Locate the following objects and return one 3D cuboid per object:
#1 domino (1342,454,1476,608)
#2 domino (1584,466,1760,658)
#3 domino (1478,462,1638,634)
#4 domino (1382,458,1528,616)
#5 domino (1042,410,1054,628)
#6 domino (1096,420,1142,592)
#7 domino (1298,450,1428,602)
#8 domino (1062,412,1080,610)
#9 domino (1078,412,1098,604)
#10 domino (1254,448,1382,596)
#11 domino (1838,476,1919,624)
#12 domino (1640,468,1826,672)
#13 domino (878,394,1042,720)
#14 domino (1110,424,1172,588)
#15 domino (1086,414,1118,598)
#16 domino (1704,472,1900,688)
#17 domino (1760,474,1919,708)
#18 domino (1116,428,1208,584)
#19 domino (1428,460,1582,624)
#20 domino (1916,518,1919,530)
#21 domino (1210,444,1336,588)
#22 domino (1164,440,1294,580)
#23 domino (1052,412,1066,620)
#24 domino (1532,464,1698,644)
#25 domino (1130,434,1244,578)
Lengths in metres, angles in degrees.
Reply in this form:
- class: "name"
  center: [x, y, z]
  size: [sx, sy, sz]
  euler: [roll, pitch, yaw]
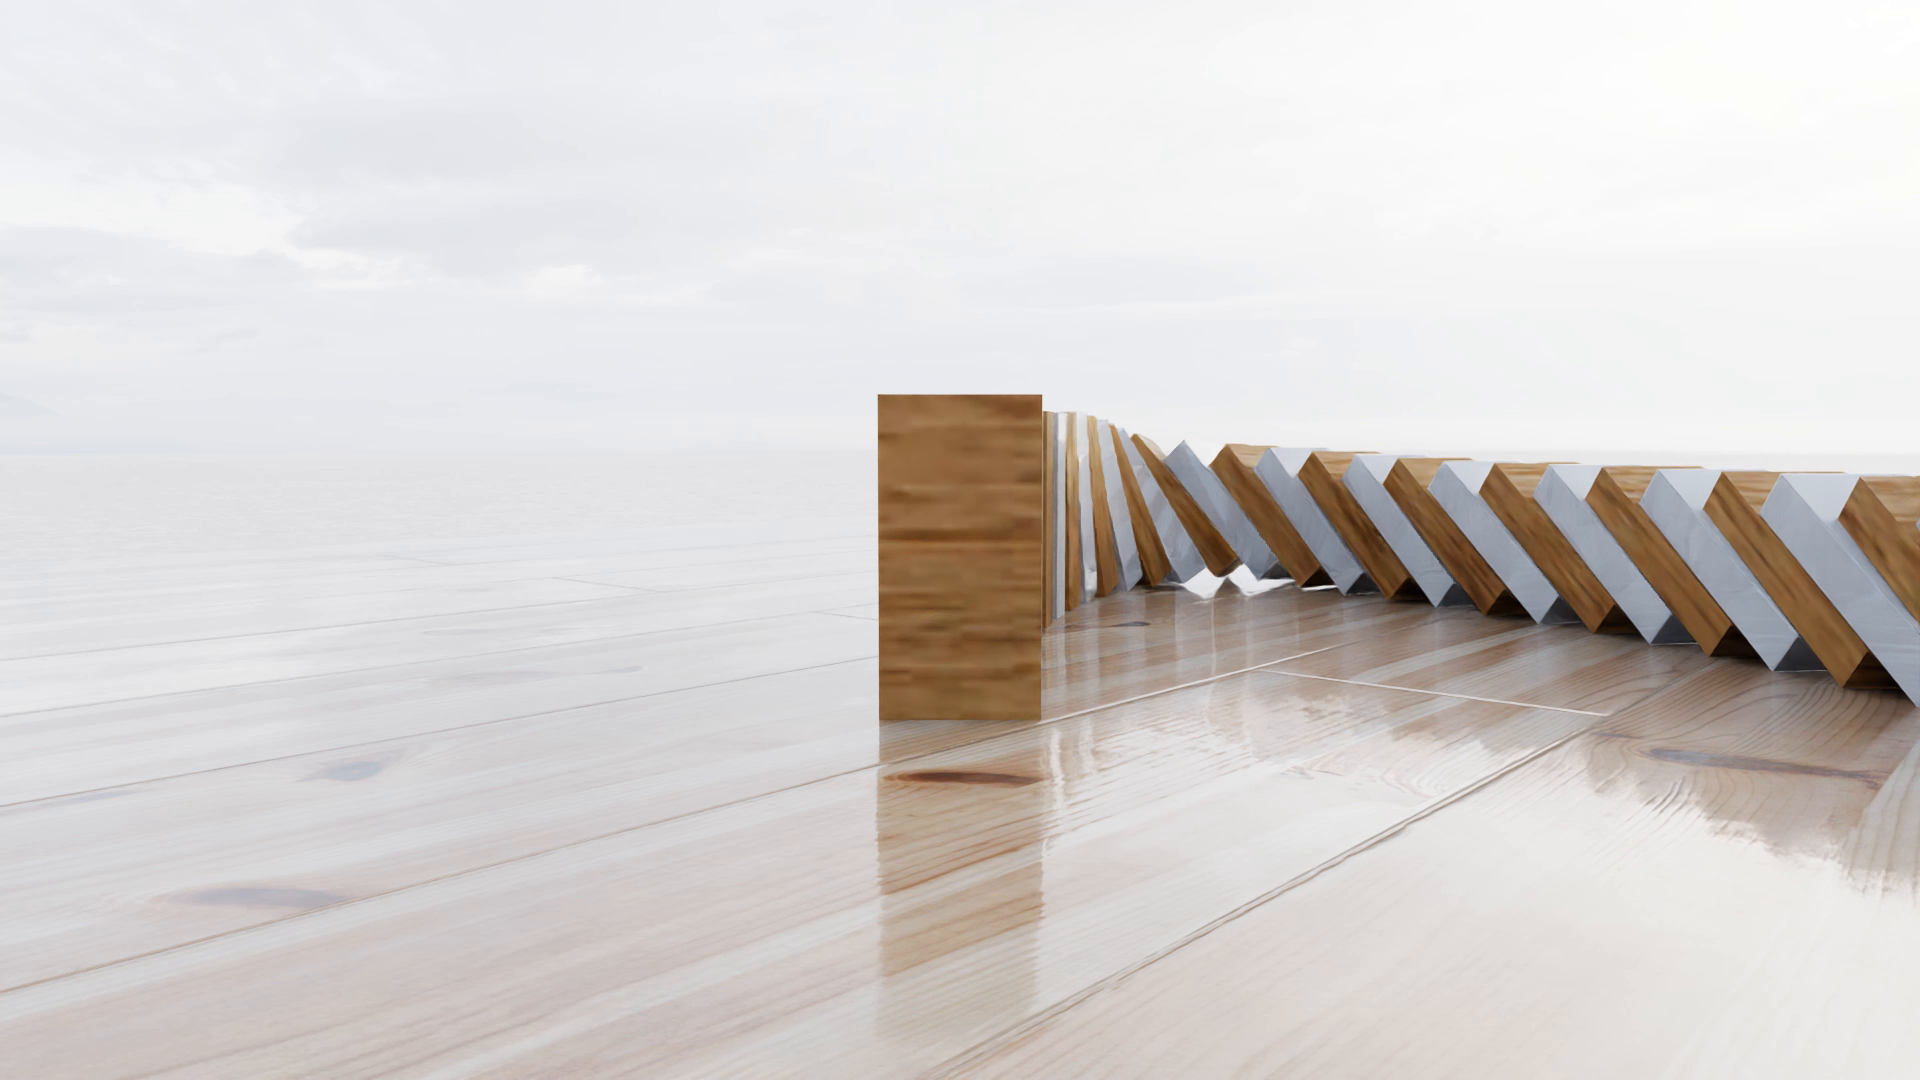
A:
- class: "domino"
  center: [0.129, -0.004, 0.351]
  size: [0.025, 0.009, 0.050]
  euler: [-2, 45, -23]
- class: "domino"
  center: [0.159, 0.003, 0.274]
  size: [0.025, 0.010, 0.050]
  euler: [-1, 41, -9]
- class: "domino"
  center: [0.149, 0.001, 0.306]
  size: [0.025, 0.010, 0.050]
  euler: [-1, 42, -17]
- class: "domino"
  center: [0.136, -0.002, 0.336]
  size: [0.025, 0.009, 0.050]
  euler: [-2, 43, -21]
- class: "domino"
  center: [0.009, -0.005, 0.302]
  size: [0.025, 0.050, 0.009]
  euler: [1, 4, 13]
- class: "domino"
  center: [0.035, -0.010, 0.370]
  size: [0.025, 0.050, 0.010]
  euler: [3, 30, 36]
- class: "domino"
  center: [0.120, -0.005, 0.365]
  size: [0.025, 0.010, 0.050]
  euler: [-2, 47, -27]
- class: "domino"
  center: [0.017, -0.008, 0.332]
  size: [0.025, 0.050, 0.010]
  euler: [2, 10, 22]
- class: "domino"
  center: [0.022, -0.009, 0.345]
  size: [0.025, 0.050, 0.010]
  euler: [2, 17, 25]
- class: "domino"
  center: [0.111, -0.007, 0.379]
  size: [0.025, 0.009, 0.050]
  euler: [-3, 49, -32]
- class: "domino"
  center: [0.168, 0.009, 0.206]
  size: [0.025, 0.010, 0.050]
  euler: [0, 40, 3]
- class: "domino"
  center: [0.162, 0.005, 0.257]
  size: [0.025, 0.009, 0.050]
  euler: [-1, 41, -7]
- class: "domino"
  center: [0.000, 0.002, 0.201]
  size: [0.025, 0.050, 0.009]
  euler: [0, 4, 0]
- class: "domino"
  center: [0.043, -0.010, 0.383]
  size: [0.009, 0.050, 0.025]
  euler: [-37, 24, -29]
- class: "domino"
  center: [0.028, -0.009, 0.358]
  size: [0.025, 0.050, 0.009]
  euler: [3, 24, 31]
- class: "domino"
  center: [0.165, 0.006, 0.240]
  size: [0.025, 0.009, 0.050]
  euler: [0, 40, -3]
- class: "domino"
  center: [0.166, 0.007, 0.224]
  size: [0.025, 0.010, 0.050]
  euler: [0, 40, -2]
- class: "domino"
  center: [0.055, -0.011, 0.395]
  size: [0.009, 0.050, 0.025]
  euler: [-35, 11, -10]
- class: "domino"
  center: [0.142, -0.001, 0.321]
  size: [0.025, 0.009, 0.050]
  euler: [-2, 42, -20]
- class: "domino"
  center: [0.168, 0.010, 0.189]
  size: [0.025, 0.009, 0.050]
  euler: [0, 40, 6]
- class: "domino"
  center: [0.100, -0.008, 0.391]
  size: [0.025, 0.009, 0.050]
  euler: [-1, 49, -39]
- class: "domino"
  center: [0.088, -0.009, 0.401]
  size: [0.025, 0.050, 0.009]
  euler: [1, -43, -48]
- class: "domino"
  center: [0.013, -0.006, 0.318]
  size: [0.025, 0.050, 0.009]
  euler: [1, 4, 16]
- class: "domino"
  center: [0.155, 0.002, 0.290]
  size: [0.025, 0.010, 0.050]
  euler: [-1, 41, -12]
- class: "domino"
  center: [0.070, -0.011, 0.405]
  size: [0.010, 0.050, 0.025]
  euler: [-41, -14, 15]
